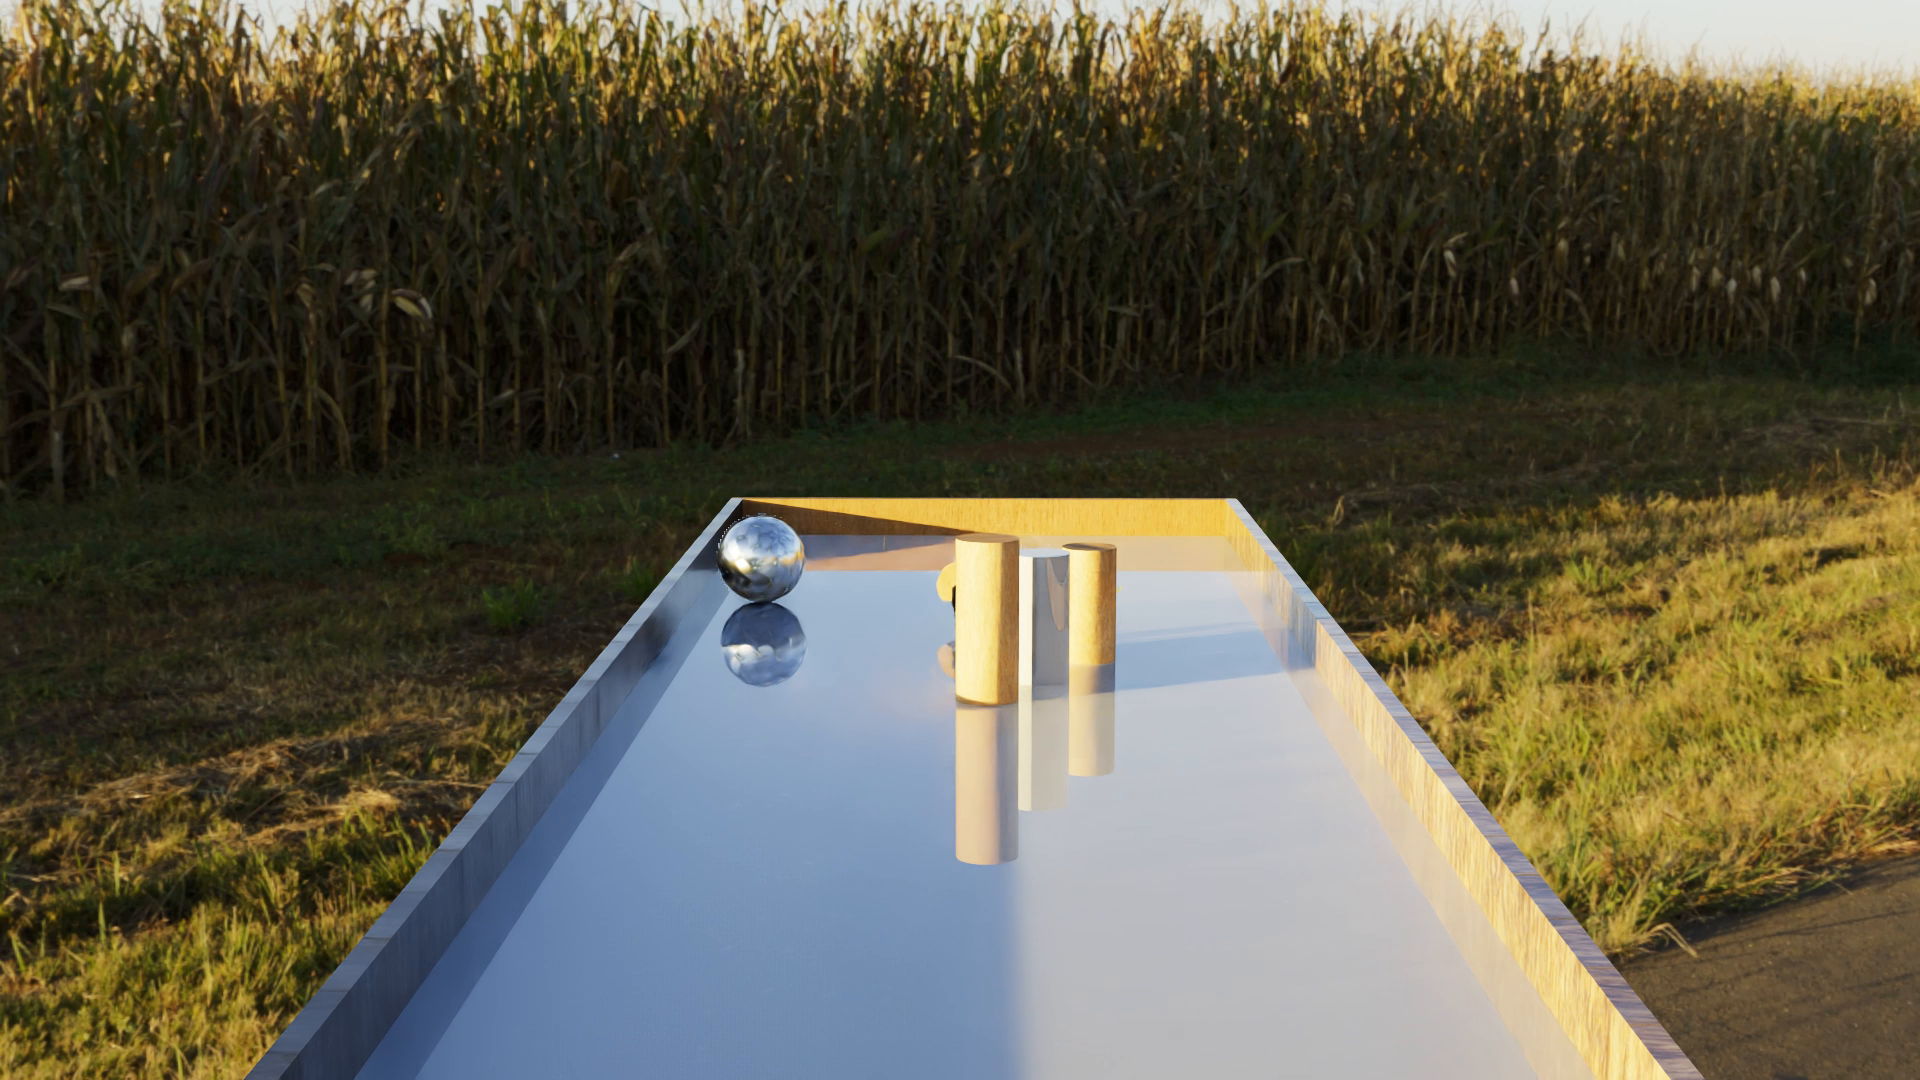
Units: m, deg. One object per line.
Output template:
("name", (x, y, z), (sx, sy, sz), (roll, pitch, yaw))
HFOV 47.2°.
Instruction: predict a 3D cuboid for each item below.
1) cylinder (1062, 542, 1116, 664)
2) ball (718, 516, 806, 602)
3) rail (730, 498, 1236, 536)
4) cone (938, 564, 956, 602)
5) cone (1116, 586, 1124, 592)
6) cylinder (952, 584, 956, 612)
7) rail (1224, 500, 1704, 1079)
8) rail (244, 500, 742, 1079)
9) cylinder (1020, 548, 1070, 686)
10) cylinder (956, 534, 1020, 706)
("cylinder", (0.392, 0.192, 6.690), (0.166, 0.347, 0.166), (0, 9, 0))
("ball", (-0.688, 0.066, 7.633), (0.301, 0.301, 0.301), (0, 9, 0))
("rail", (0.099, -0.098, 9.147), (2.100, 0.150, 0.050), (0, 9, 1))
("cone", (0.099, 0.187, 7.397), (0.132, 0.132, 0.384), (9, -8, 44))
("cone", (0.382, 0.223, 6.875), (0.347, 0.108, 0.108), (-29, 22, -26))
("cylinder", (0.160, 0.172, 7.215), (0.342, 0.162, 0.162), (-16, 16, -30))
("rail", (1.046, 0.843, 3.208), (0.050, 0.150, 12.000), (0, 9, 1))
("rail", (-1.004, 0.839, 3.234), (0.050, 0.150, 12.000), (0, 9, 1))
("cylinder", (0.233, 0.222, 6.408), (0.174, 0.376, 0.174), (0, 9, 0))
("cylinder", (0.077, 0.220, 6.157), (0.179, 0.458, 0.179), (0, 9, 0))
